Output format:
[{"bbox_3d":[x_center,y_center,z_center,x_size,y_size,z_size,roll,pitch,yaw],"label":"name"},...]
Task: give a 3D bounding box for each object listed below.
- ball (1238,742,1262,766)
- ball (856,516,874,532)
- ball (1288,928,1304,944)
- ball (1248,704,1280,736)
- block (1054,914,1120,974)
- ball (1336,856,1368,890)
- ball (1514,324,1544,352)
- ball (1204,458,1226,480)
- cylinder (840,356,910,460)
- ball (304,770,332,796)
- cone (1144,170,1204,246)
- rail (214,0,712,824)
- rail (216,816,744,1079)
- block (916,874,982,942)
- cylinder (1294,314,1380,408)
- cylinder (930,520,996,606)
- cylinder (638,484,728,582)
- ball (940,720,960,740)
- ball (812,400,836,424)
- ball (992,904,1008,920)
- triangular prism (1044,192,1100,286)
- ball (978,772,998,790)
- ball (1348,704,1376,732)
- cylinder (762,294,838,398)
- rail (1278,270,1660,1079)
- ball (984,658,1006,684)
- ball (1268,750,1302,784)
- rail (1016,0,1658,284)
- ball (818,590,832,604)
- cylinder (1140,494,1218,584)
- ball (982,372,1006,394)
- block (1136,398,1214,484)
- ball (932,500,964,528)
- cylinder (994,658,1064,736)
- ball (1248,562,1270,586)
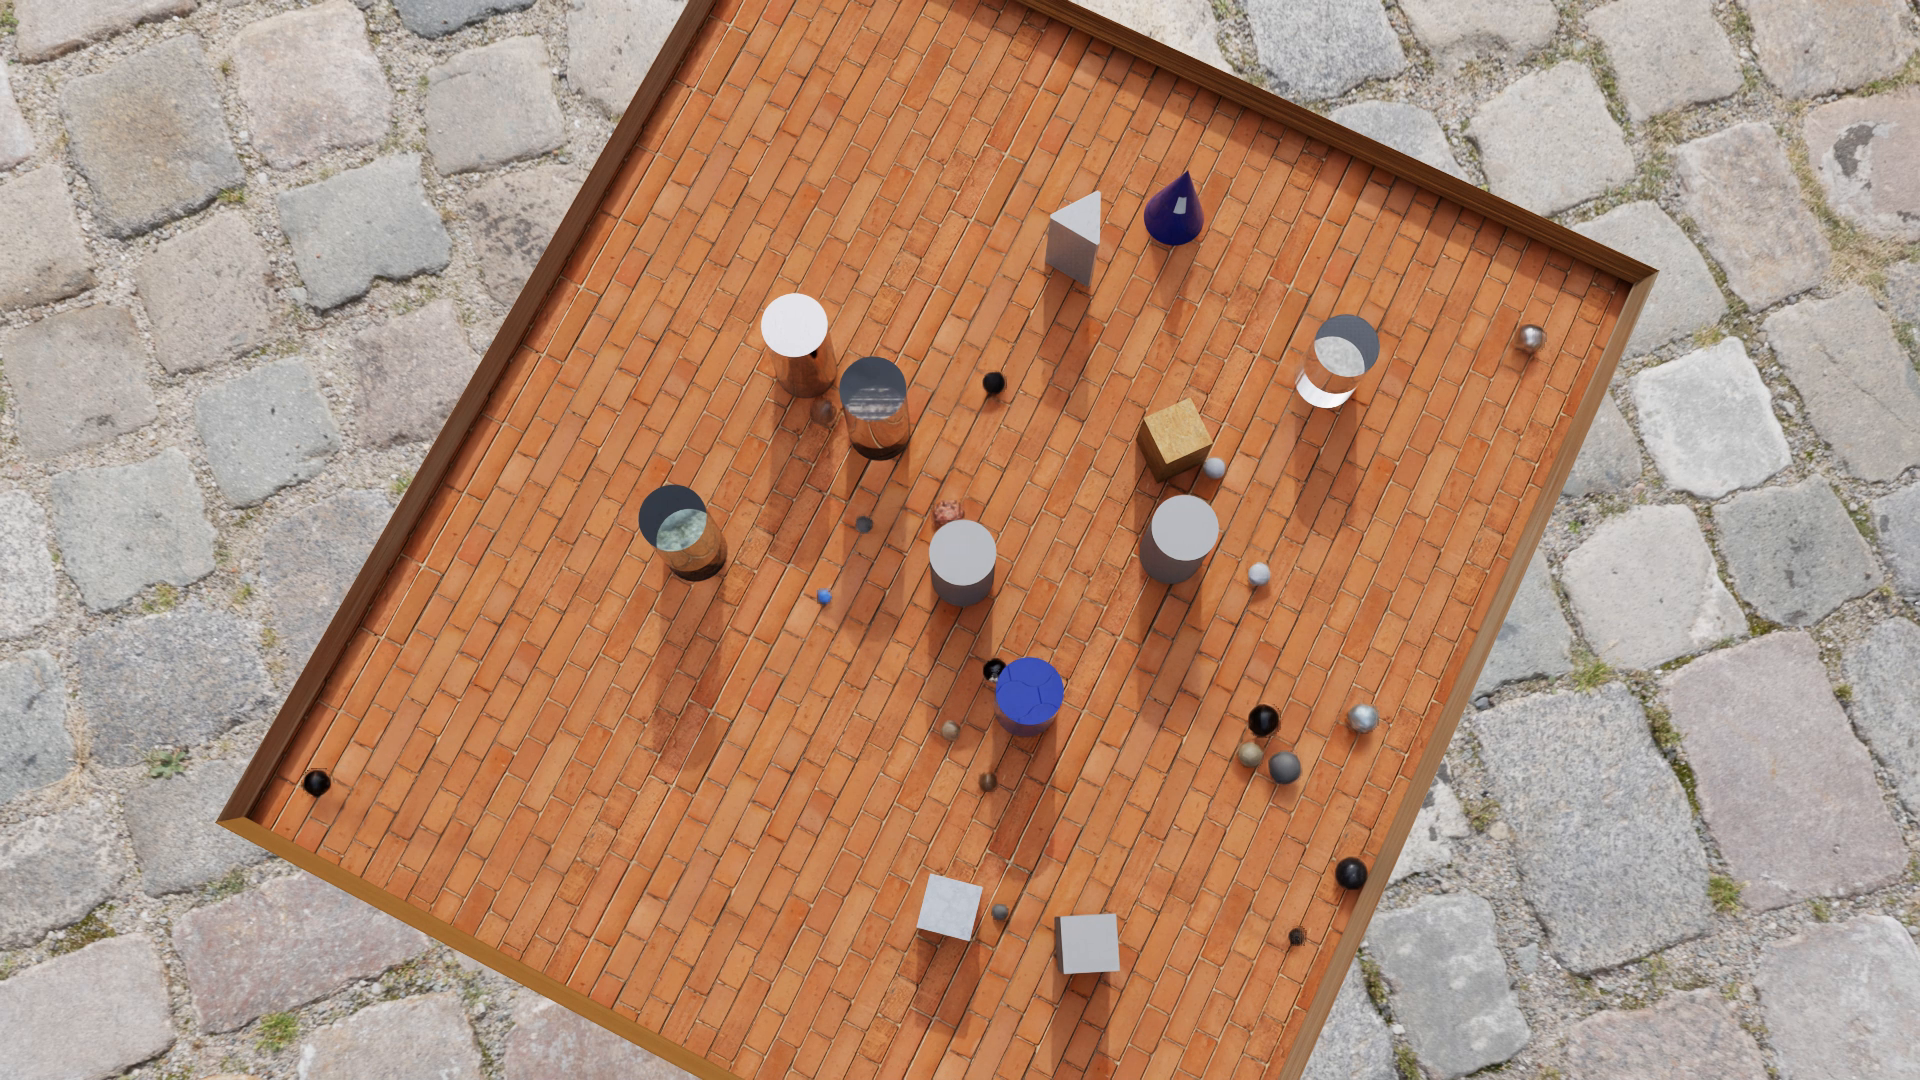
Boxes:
[{"bbox_3d":[0.862,0.637,5.447,0.073,0.073,0.073,0,78,0],"label":"ball"},{"bbox_3d":[-0.291,-0.049,5.600,0.052,0.052,0.052,0,78,0],"label":"ball"},{"bbox_3d":[0.984,1.159,5.353,0.046,0.046,0.046,0,78,0],"label":"ball"},{"bbox_3d":[0.905,0.538,5.457,0.094,0.094,0.094,0,78,0],"label":"ball"},{"bbox_3d":[0.358,1.145,5.210,0.154,0.333,0.154,-3,78,-1],"label":"block"},{"bbox_3d":[1.146,0.974,5.367,0.094,0.094,0.094,0,78,0],"label":"ball"},{"bbox_3d":[1.770,-0.628,5.700,0.091,0.091,0.091,0,78,0],"label":"ball"},{"bbox_3d":[0.781,-0.220,5.627,0.068,0.068,0.068,0,78,0],"label":"ball"},{"bbox_3d":[-0.249,-0.386,5.461,0.193,0.461,0.193,0,78,0],"label":"cylinder"},{"bbox_3d":[-1.904,0.720,5.428,0.077,0.077,0.077,0,78,0],"label":"ball"},{"bbox_3d":[0.681,-1.065,5.647,0.193,0.372,0.193,0,78,0],"label":"cone"},{"bbox_3d":[-1.372,-0.665,5.689,0.045,0.125,3.445,26,80,5],"label":"rail"},{"bbox_3d":[-0.760,1.495,5.242,3.114,0.125,0.045,26,80,5],"label":"rail"},{"bbox_3d":[-0.029,1.059,5.279,0.154,0.232,0.154,14,79,3],"label":"block"},{"bbox_3d":[1.140,-0.539,5.559,0.193,0.332,0.193,0,78,0],"label":"cylinder"},{"bbox_3d":[0.008,0.072,5.419,0.193,0.358,0.193,0,78,0],"label":"cylinder"},{"bbox_3d":[-0.808,-0.015,5.380,0.193,0.469,0.193,0,78,0],"label":"cylinder"},{"bbox_3d":[-0.029,0.568,5.470,0.057,0.057,0.057,0,78,0],"label":"ball"},{"bbox_3d":[-0.419,-0.396,5.659,0.078,0.078,0.078,0,78,0],"label":"ball"},{"bbox_3d":[0.119,1.088,5.367,0.047,0.047,0.047,0,78,0],"label":"ball"},{"bbox_3d":[0.376,-0.939,5.620,0.167,0.373,0.145,31,80,6],"label":"triangular prism"},{"bbox_3d":[0.083,0.716,5.440,0.056,0.056,0.056,0,78,0],"label":"ball"},{"bbox_3d":[1.199,0.530,5.463,0.085,0.085,0.085,0,78,0],"label":"ball"},{"bbox_3d":[-0.479,-0.578,5.516,0.193,0.432,0.193,0,78,0],"label":"cylinder"},{"bbox_3d":[1.372,0.678,5.411,0.045,0.125,3.445,26,80,5],"label":"rail"},{"bbox_3d":[0.108,0.393,5.498,0.073,0.073,0.073,0,78,0],"label":"ball"},{"bbox_3d":[0.962,0.673,5.428,0.096,0.096,0.096,0,78,0],"label":"ball"},{"bbox_3d":[0.760,-1.481,5.858,3.114,0.125,0.045,26,80,5],"label":"rail"},{"bbox_3d":[-0.410,0.173,5.559,0.042,0.042,0.042,0,78,0],"label":"ball"},{"bbox_3d":[0.645,0.002,5.426,0.193,0.371,0.193,0,78,0],"label":"cylinder"},{"bbox_3d":[0.105,-0.486,5.681,0.070,0.070,0.070,0,78,0],"label":"ball"},{"bbox_3d":[0.647,-0.299,5.549,0.154,0.252,0.154,-24,79,-5],"label":"block"},{"bbox_3d":[-0.035,-0.076,5.583,0.096,0.096,0.096,0,78,0],"label":"ball"},{"bbox_3d":[0.197,0.461,5.344,0.193,0.347,0.193,0,78,0],"label":"cylinder"},{"bbox_3d":[0.908,0.104,5.561,0.068,0.068,0.068,0,78,0],"label":"ball"}]
